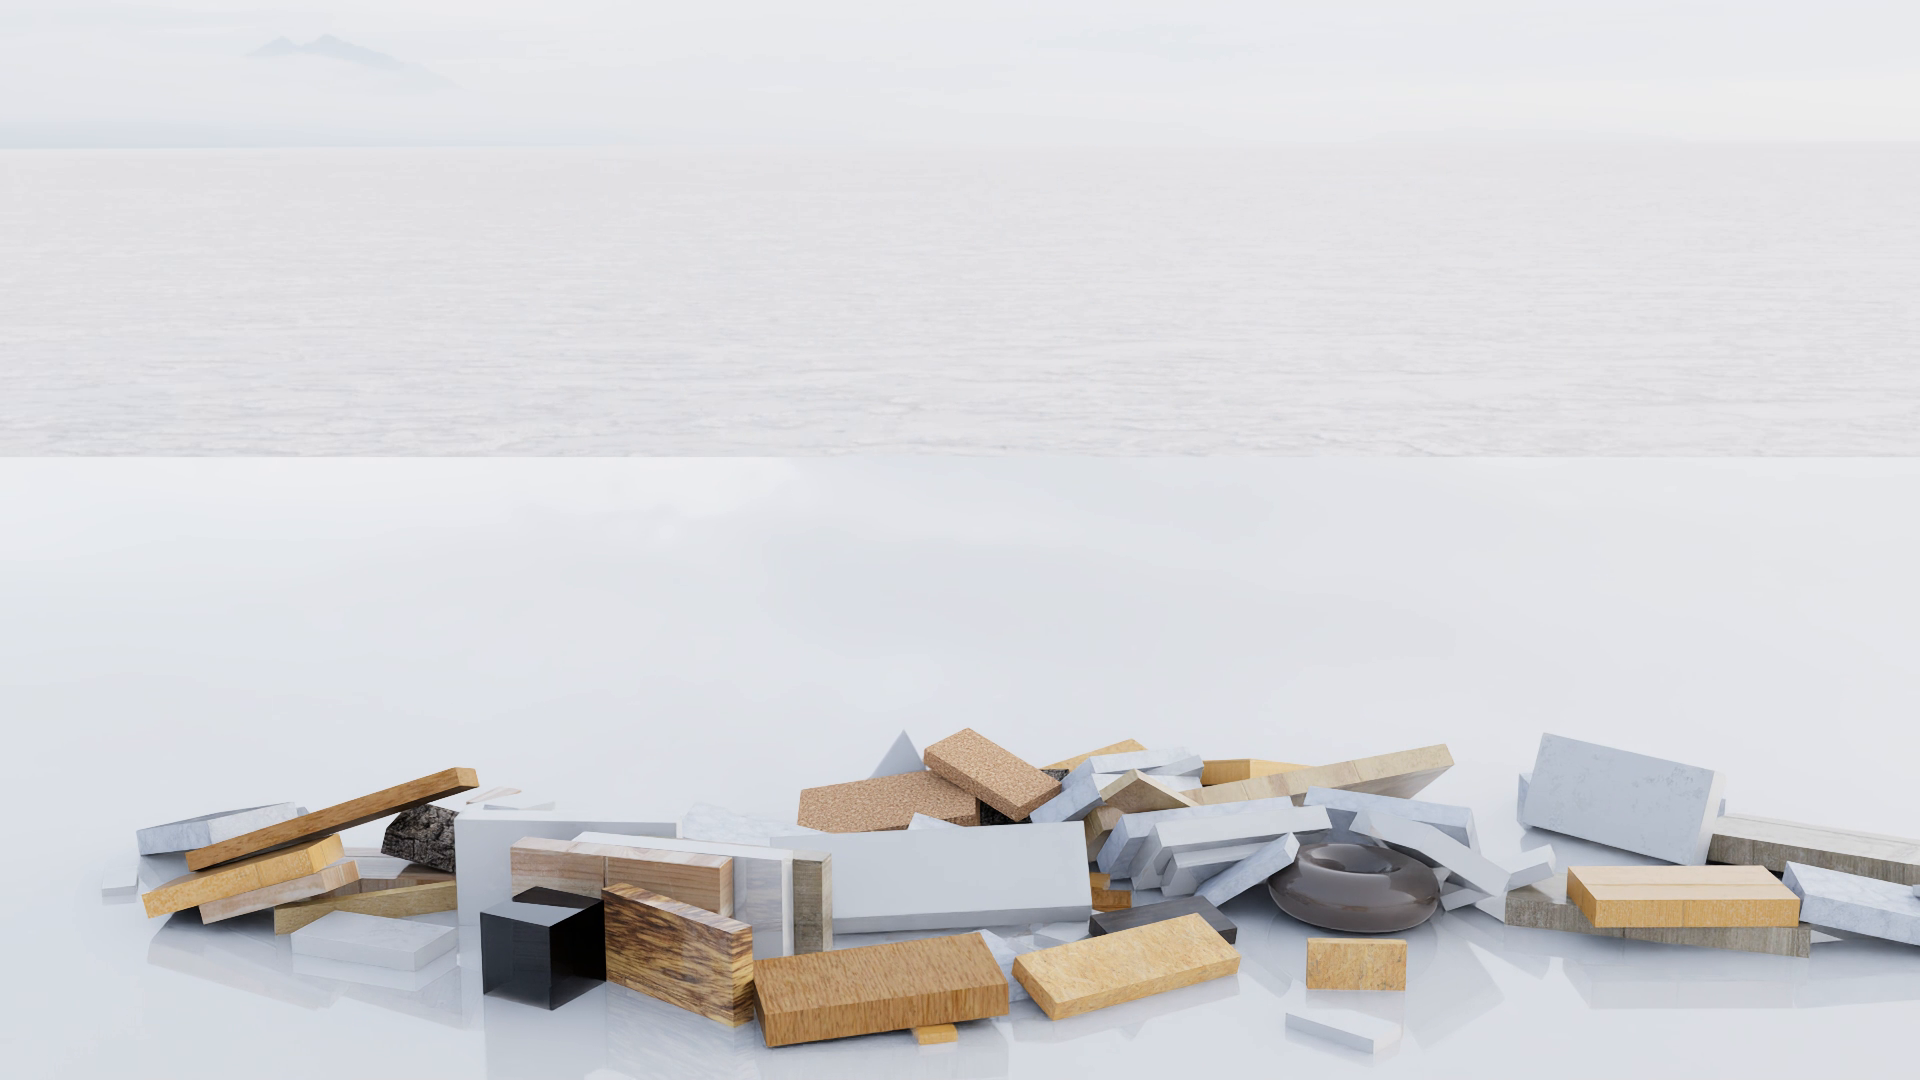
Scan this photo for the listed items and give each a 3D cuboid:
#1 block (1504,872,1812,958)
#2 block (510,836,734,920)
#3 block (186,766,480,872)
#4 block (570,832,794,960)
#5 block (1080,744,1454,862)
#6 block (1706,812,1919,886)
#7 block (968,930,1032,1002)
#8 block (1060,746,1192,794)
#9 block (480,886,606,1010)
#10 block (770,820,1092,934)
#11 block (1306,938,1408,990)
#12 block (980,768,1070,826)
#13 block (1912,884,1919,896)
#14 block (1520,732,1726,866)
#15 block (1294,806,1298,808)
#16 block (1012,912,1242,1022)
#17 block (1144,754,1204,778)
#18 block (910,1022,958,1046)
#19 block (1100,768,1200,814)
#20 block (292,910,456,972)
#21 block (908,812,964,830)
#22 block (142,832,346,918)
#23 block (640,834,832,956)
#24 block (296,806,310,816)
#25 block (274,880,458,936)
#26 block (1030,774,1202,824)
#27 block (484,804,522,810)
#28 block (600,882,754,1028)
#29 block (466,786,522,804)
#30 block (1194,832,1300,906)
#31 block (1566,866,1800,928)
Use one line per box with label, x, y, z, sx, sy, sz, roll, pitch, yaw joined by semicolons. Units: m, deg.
block;1.114;0.594;3.523;0.457;0.044;0.157;4;11;18
block;-0.517;0.559;3.362;0.346;0.173;0.049;3;11;16
block;-1.039;0.464;3.653;0.469;0.032;0.112;-18;-8;2
block;-0.428;0.554;3.390;0.346;0.173;0.049;3;11;15
block;0.542;0.471;3.946;0.782;0.043;0.153;-6;-28;-30
block;1.498;0.534;3.732;0.471;0.048;0.168;4;8;44
block;0.048;0.641;3.313;0.104;0.029;0.207;-6;12;-30
block;0.291;0.412;3.880;0.226;0.032;0.113;-2;-30;-36
block;-0.616;0.602;3.253;0.128;0.128;0.128;6;12;28
block;-0.049;0.540;3.512;0.507;0.045;0.159;-3;48;-1
block;0.588;0.629;3.261;0.144;0.072;0.020;0;11;3
block;0.036;0.472;3.914;0.303;0.043;0.152;-3;29;19
block;1.567;0.552;3.451;0.119;0.017;0.059;0;-2;-9
block;1.171;0.459;3.896;0.337;0.168;0.048;11;-6;46
block;0.468;0.519;3.894;0.312;0.059;0.017;-6;47;-30
block;0.249;0.631;3.267;0.339;0.032;0.113;-7;31;-32
block;0.309;0.441;3.885;0.246;0.024;0.084;-17;-24;-7
block;-0.043;0.685;3.116;0.054;0.015;0.108;-3;11;-14
block;0.347;0.455;3.698;0.072;0.020;0.334;-36;-36;17
block;-0.910;0.621;3.414;0.223;0.032;0.112;4;11;20
block;0.012;0.519;3.715;0.207;0.029;0.103;16;12;4
block;-1.156;0.542;3.556;0.283;0.040;0.141;-16;2;4
block;-0.357;0.555;3.423;0.318;0.159;0.045;3;11;16
block;-1.219;0.514;4.037;0.053;0.015;0.105;-5;12;-27
block;-0.942;0.589;3.537;0.309;0.048;0.014;-5;27;-24
block;0.278;0.463;3.823;0.303;0.043;0.152;8;-37;-47
block;-0.737;0.500;3.815;0.088;0.025;0.175;0;-23;37
block;-0.415;0.603;3.212;0.283;0.141;0.040;9;14;40
block;-0.882;0.491;4.163;0.053;0.015;0.105;4;11;22
block;0.463;0.543;3.574;0.184;0.026;0.092;-34;0;18
block;1.135;0.560;3.463;0.314;0.044;0.157;0;11;-1
